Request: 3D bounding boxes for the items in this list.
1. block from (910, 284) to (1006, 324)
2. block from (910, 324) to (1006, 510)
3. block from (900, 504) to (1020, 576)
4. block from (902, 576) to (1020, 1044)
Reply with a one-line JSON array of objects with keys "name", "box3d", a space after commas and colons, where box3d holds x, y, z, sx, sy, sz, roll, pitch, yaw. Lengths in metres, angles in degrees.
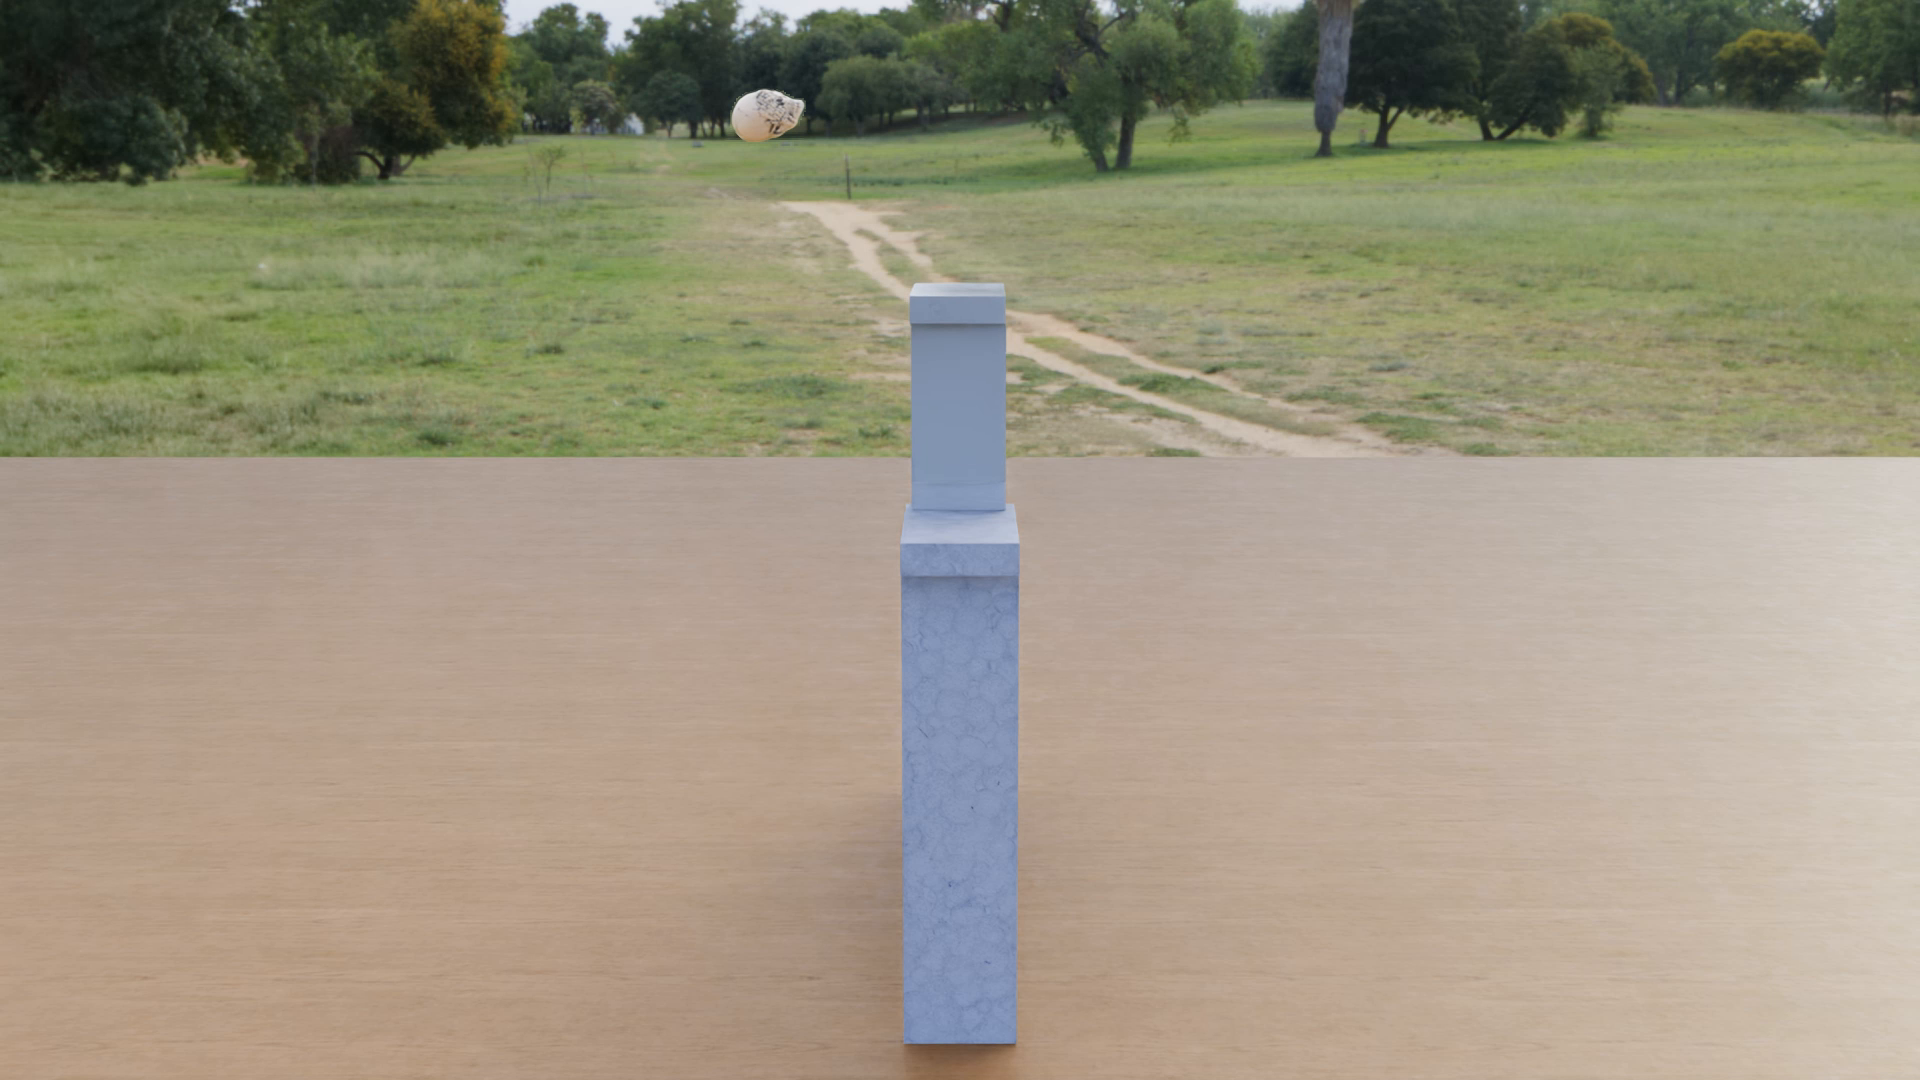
[{"name": "block", "box3d": [-0.003, -0.347, 3.215, 0.135, 0.038, 0.270, 0, 11, 1]}, {"name": "block", "box3d": [-0.002, -0.179, 3.154, 0.135, 0.270, 0.038, 0, 11, 0]}, {"name": "block", "box3d": [0.000, -0.002, 3.065, 0.158, 0.045, 0.316, 0, 11, 0]}, {"name": "block", "box3d": [0.000, 0.368, 3.027, 0.158, 0.670, 0.045, 0, 11, 0]}]
